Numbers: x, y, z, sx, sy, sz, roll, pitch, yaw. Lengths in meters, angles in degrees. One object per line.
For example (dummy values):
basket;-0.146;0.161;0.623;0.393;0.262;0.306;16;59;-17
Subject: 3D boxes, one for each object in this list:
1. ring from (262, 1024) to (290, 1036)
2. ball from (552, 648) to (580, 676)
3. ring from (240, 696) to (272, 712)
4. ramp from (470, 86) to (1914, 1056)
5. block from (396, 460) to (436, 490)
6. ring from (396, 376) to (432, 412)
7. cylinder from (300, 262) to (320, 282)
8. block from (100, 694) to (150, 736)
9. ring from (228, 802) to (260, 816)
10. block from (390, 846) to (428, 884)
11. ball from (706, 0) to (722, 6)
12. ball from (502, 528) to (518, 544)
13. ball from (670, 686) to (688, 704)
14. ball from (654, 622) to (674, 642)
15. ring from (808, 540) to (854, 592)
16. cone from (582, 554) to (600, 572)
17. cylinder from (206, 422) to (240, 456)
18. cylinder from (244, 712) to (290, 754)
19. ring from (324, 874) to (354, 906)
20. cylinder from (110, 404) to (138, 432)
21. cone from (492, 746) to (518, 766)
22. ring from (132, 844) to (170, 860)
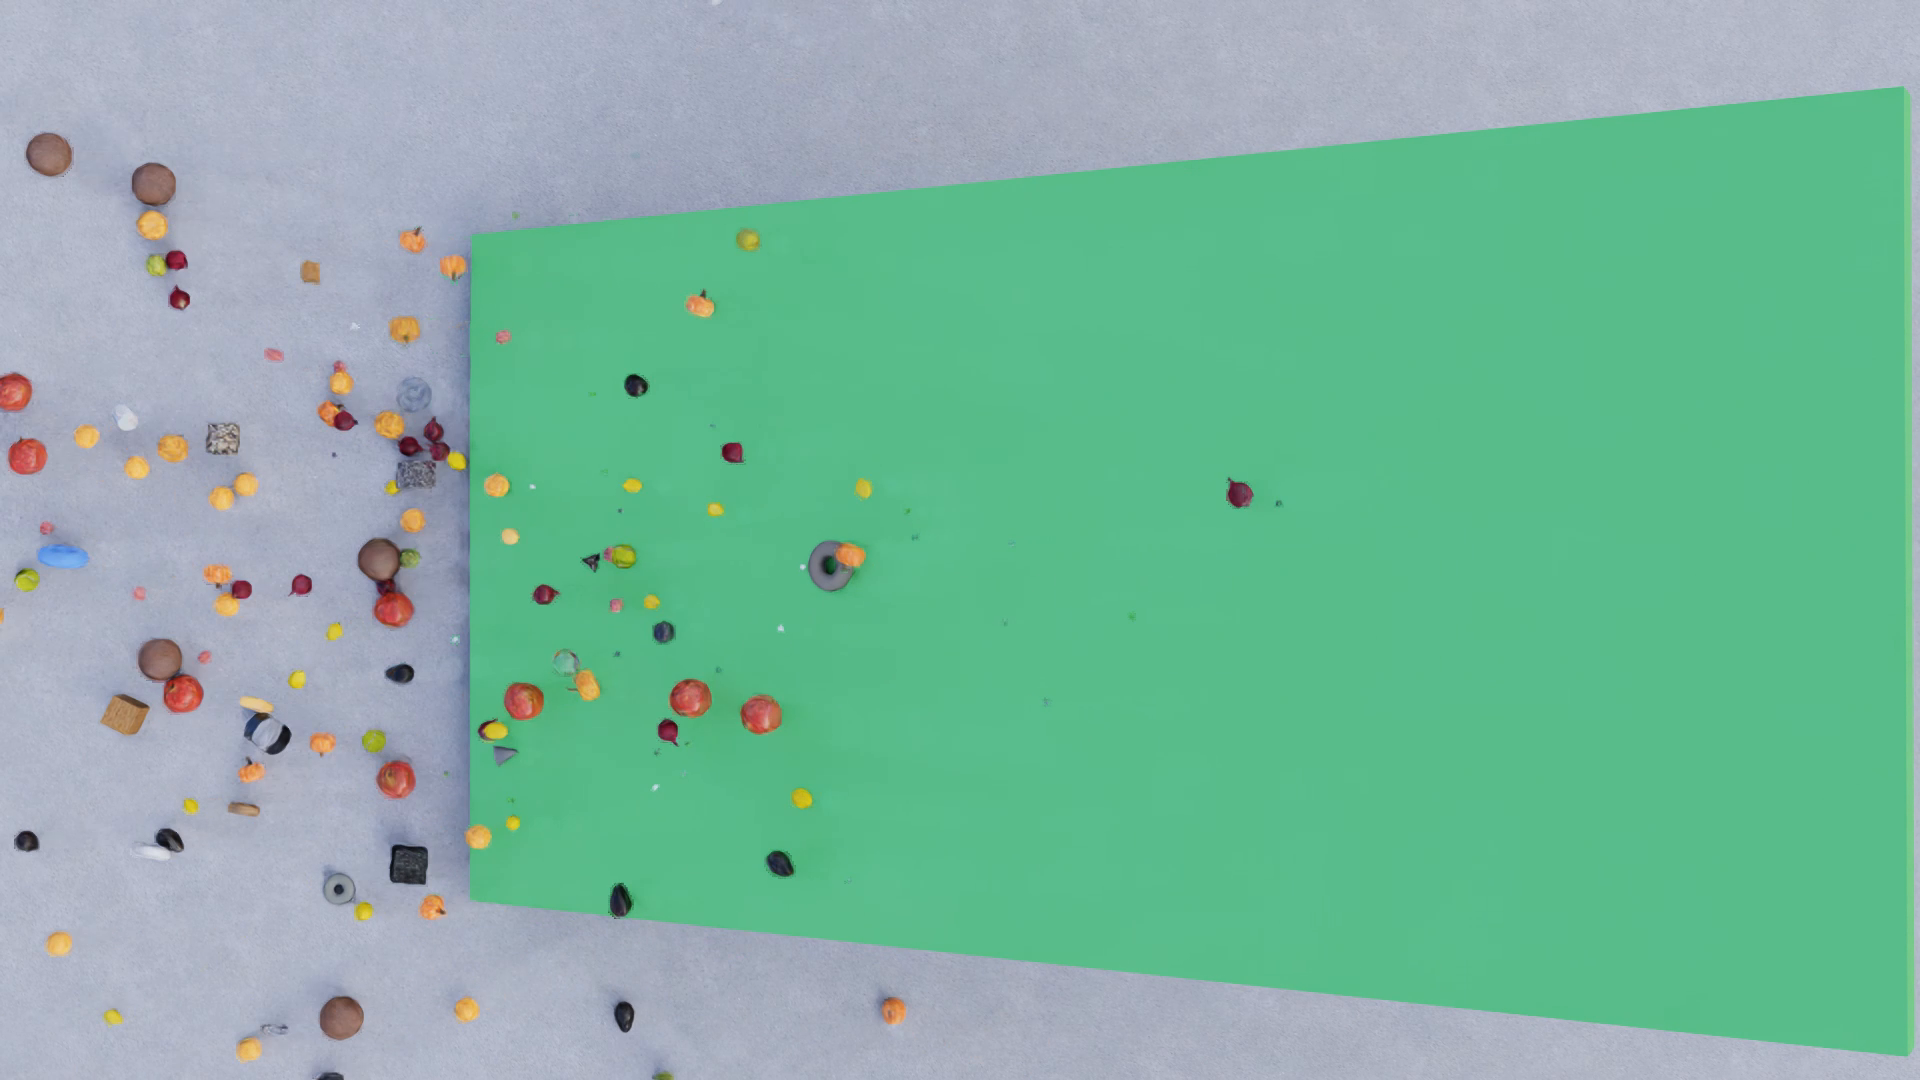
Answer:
ring;-2.066;1.477;6.637;0.080;0.080;0.027;6;80;0
ball;-1.114;0.345;6.209;0.075;0.075;0.075;0;89;0
ring;-2.124;0.497;6.638;0.101;0.101;0.034;15;77;0
ramp;0.265;0.073;5.611;4.000;0.100;2.000;0;89;31
block;-1.641;-0.197;6.636;0.082;0.082;0.082;2;89;40
ring;-1.659;-0.443;6.678;0.108;0.036;0.108;0;87;2
cylinder;-1.965;-0.811;6.656;0.054;0.054;0.054;1;83;0
block;-2.521;0.527;6.643;0.090;0.090;0.090;27;90;0
ring;-2.161;0.813;6.637;0.098;0.098;0.033;8;78;0
block;-1.658;0.977;6.617;0.097;0.097;0.097;7;91;-19
ball;-0.749;-1.652;6.679;0.057;0.057;0.057;0;89;0
ball;-1.328;-0.011;6.490;0.051;0.051;0.051;0;89;0
ball;-0.785;0.434;6.157;0.051;0.051;0.051;0;89;0
ball;-0.833;0.259;6.182;0.060;0.060;0.060;0;89;0
ring;-0.346;0.070;5.897;0.139;0.046;0.139;-1;88;32
cone;-1.053;0.055;6.338;0.053;0.053;0.053;43;86;0
cylinder;-2.225;-0.307;6.638;0.093;0.093;0.093;5;94;0
cylinder;-2.080;0.581;6.607;0.096;0.096;0.096;29;89;26
ring;-1.883;1.059;6.667;0.097;0.032;0.097;0;88;0
cylinder;-2.529;-0.369;6.654;0.060;0.060;0.060;36;89;38
cone;-1.337;0.631;6.502;0.067;0.067;0.067;-16;89;3
ring;-2.419;0.933;6.578;0.111;0.111;0.037;9;74;0
